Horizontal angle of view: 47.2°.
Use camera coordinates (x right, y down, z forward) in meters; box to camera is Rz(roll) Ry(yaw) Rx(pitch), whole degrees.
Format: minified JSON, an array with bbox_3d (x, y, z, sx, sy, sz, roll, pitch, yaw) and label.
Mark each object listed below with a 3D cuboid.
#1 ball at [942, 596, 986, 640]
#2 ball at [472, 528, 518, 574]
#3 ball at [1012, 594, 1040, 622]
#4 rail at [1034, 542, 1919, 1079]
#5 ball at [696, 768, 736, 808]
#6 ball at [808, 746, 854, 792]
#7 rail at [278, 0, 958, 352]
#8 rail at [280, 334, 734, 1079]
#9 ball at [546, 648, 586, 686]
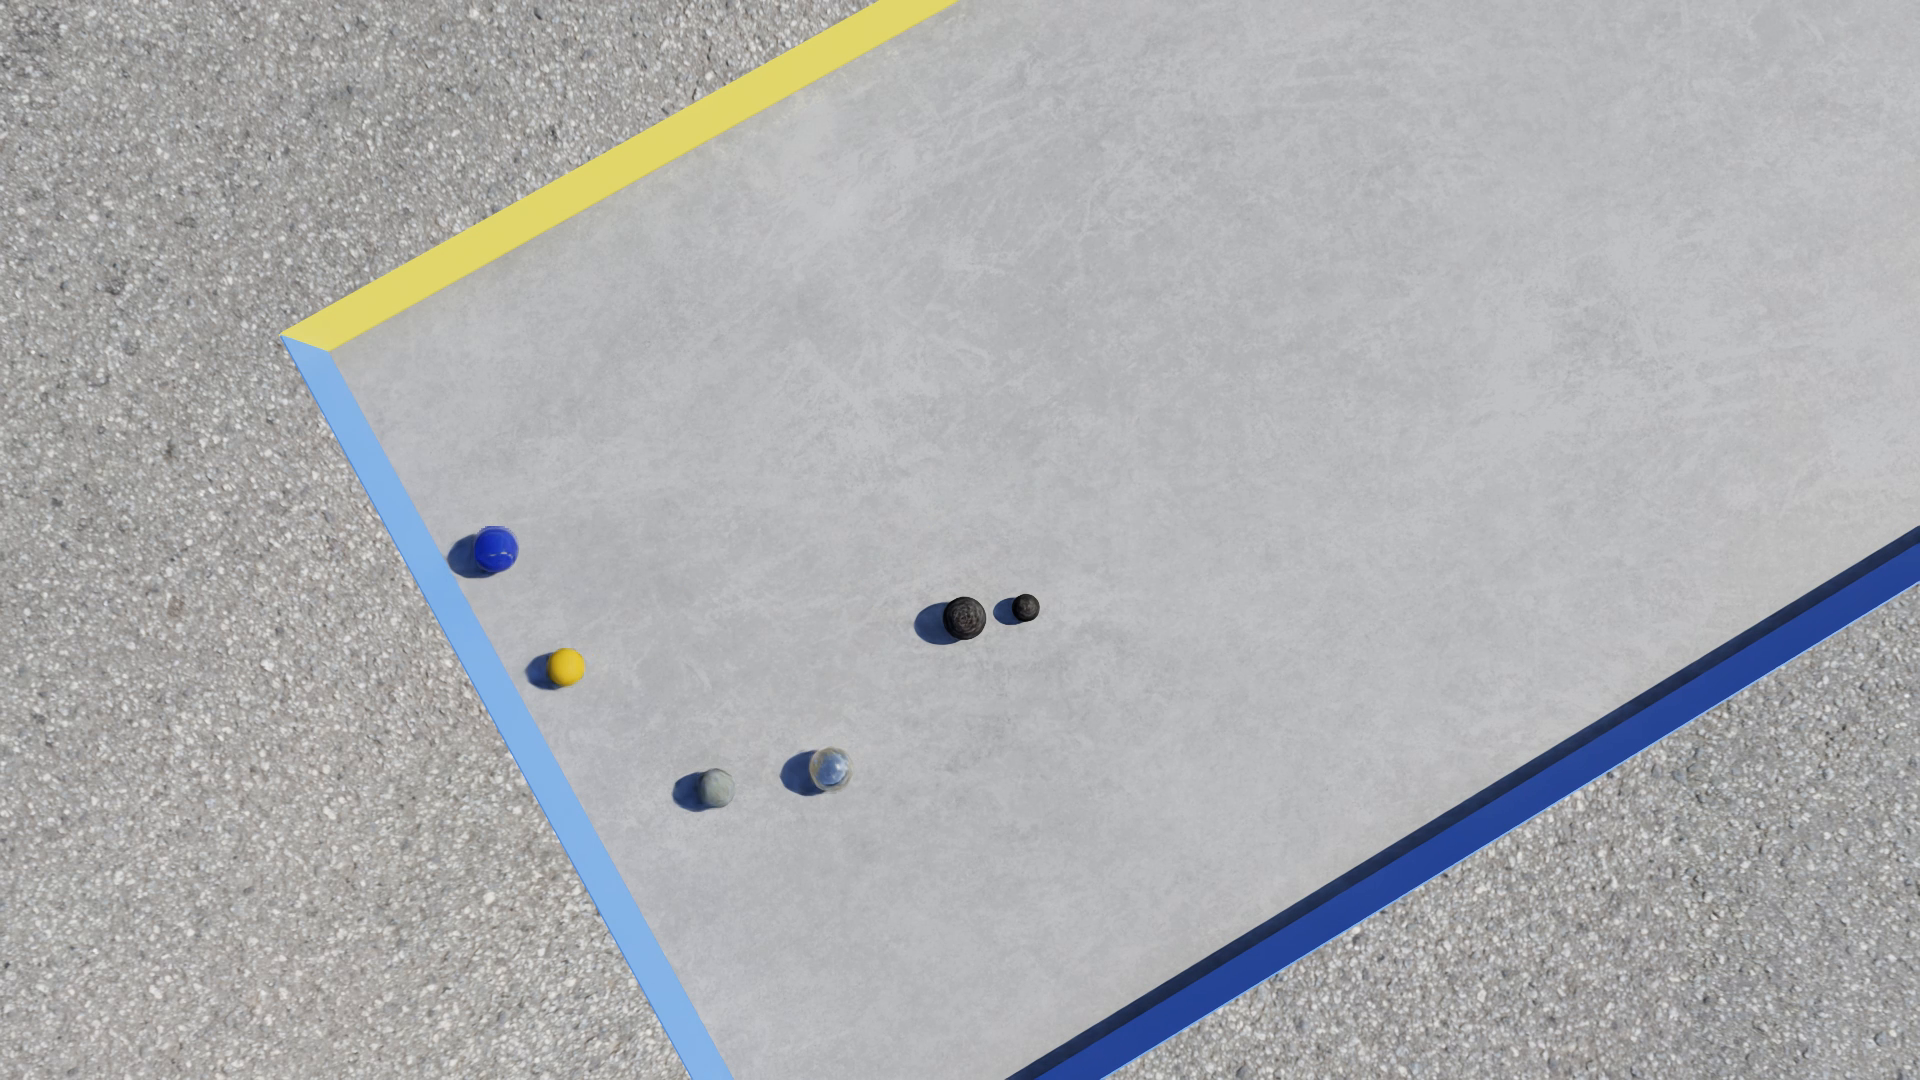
[{"bbox_3d":[0.007,0.116,3.261,0.065,0.065,0.065,0,81,0],"label":"ball"},{"bbox_3d":[-0.692,0.015,3.277,0.068,0.068,0.068,0,81,0],"label":"ball"},{"bbox_3d":[0.098,0.101,3.275,0.042,0.042,0.042,0,81,0],"label":"ball"},{"bbox_3d":[1.003,0.274,3.222,2.888,0.088,0.045,-30,82,-5],"label":"rail"},{"bbox_3d":[-0.358,0.365,3.224,0.058,0.058,0.058,0,81,0],"label":"ball"},{"bbox_3d":[-0.189,0.336,3.224,0.066,0.066,0.066,0,81,0],"label":"ball"},{"bbox_3d":[0.241,-1.003,3.434,2.888,0.088,0.045,-30,82,-5],"label":"rail"},{"bbox_3d":[-0.602,0.347,3.210,0.045,0.088,1.550,-30,82,-5],"label":"rail"},{"bbox_3d":[-0.583,0.188,3.254,0.057,0.057,0.057,0,81,0],"label":"ball"}]
